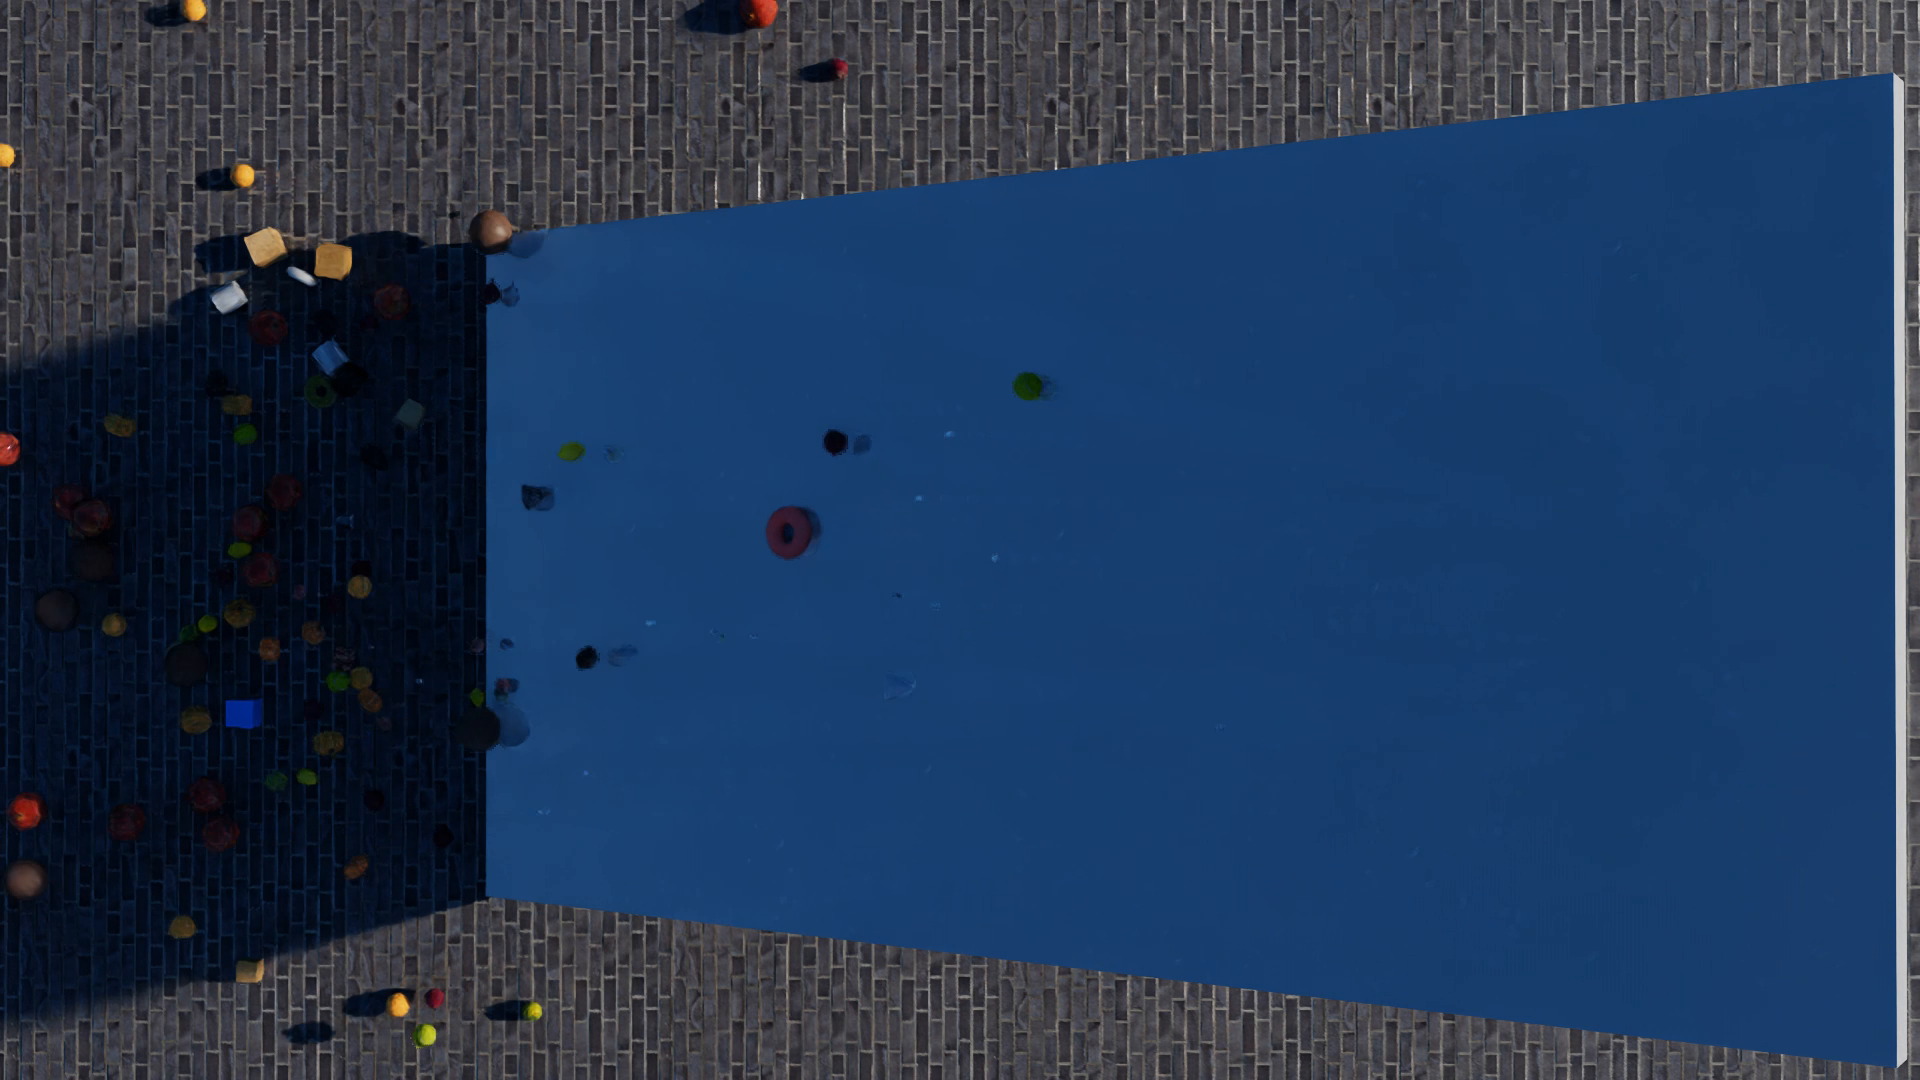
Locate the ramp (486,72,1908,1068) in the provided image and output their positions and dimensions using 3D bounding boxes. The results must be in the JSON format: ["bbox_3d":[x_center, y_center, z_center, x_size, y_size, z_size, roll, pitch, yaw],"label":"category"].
[{"bbox_3d":[0.250,0.069,5.580,4.000,0.100,2.000,0,89,34],"label":"ramp"}]

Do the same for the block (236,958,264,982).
[{"bbox_3d":[-2.164,1.310,6.700,0.062,0.062,0.062,4,90,0],"label":"block"}]

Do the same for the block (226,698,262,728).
[{"bbox_3d":[-2.182,0.527,6.697,0.082,0.082,0.082,2,90,0],"label":"block"}]

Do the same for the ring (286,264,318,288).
[{"bbox_3d":[-2.002,-0.803,6.693,0.100,0.100,0.033,31,84,0],"label":"ring"}]

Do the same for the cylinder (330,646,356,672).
[{"bbox_3d":[-1.872,0.363,6.673,0.066,0.066,0.066,13,80,0],"label":"cylinder"}]

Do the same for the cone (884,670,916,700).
[{"bbox_3d":[-0.154,0.383,5.769,0.078,0.078,0.078,4,90,7],"label":"cone"}]

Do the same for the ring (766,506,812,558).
[{"bbox_3d":[-0.465,-0.022,5.976,0.143,0.048,0.143,0,89,33],"label":"ring"}]

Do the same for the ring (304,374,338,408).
[{"bbox_3d":[-1.954,-0.455,6.728,0.106,0.035,0.106,0,91,0],"label":"ring"}]

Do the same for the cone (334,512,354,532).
[{"bbox_3d":[-1.883,-0.059,6.698,0.060,0.060,0.060,3,90,-2],"label":"cone"}]

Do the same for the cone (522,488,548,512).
[{"bbox_3d":[-1.246,-0.132,6.511,0.079,0.079,0.079,-21,90,-14],"label":"cone"}]

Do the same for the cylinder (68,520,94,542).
[{"bbox_3d":[-2.685,-0.031,6.714,0.055,0.055,0.055,15,90,0],"label":"cylinder"}]

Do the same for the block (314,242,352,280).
[{"bbox_3d":[-1.902,-0.847,6.678,0.085,0.085,0.085,10,109,-2],"label":"block"}]

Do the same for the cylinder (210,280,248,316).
[{"bbox_3d":[-2.230,-0.738,6.708,0.079,0.079,0.079,-29,90,0],"label":"cylinder"}]

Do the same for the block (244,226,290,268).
[{"bbox_3d":[-2.115,-0.892,6.706,0.087,0.087,0.087,-24,90,0],"label":"block"}]

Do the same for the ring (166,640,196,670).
[{"bbox_3d":[-2.384,0.352,6.723,0.090,0.030,0.090,0,86,-2],"label":"ring"}]

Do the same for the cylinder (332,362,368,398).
[{"bbox_3d":[-1.859,-0.488,6.695,0.077,0.077,0.077,42,108,0],"label":"cylinder"}]
